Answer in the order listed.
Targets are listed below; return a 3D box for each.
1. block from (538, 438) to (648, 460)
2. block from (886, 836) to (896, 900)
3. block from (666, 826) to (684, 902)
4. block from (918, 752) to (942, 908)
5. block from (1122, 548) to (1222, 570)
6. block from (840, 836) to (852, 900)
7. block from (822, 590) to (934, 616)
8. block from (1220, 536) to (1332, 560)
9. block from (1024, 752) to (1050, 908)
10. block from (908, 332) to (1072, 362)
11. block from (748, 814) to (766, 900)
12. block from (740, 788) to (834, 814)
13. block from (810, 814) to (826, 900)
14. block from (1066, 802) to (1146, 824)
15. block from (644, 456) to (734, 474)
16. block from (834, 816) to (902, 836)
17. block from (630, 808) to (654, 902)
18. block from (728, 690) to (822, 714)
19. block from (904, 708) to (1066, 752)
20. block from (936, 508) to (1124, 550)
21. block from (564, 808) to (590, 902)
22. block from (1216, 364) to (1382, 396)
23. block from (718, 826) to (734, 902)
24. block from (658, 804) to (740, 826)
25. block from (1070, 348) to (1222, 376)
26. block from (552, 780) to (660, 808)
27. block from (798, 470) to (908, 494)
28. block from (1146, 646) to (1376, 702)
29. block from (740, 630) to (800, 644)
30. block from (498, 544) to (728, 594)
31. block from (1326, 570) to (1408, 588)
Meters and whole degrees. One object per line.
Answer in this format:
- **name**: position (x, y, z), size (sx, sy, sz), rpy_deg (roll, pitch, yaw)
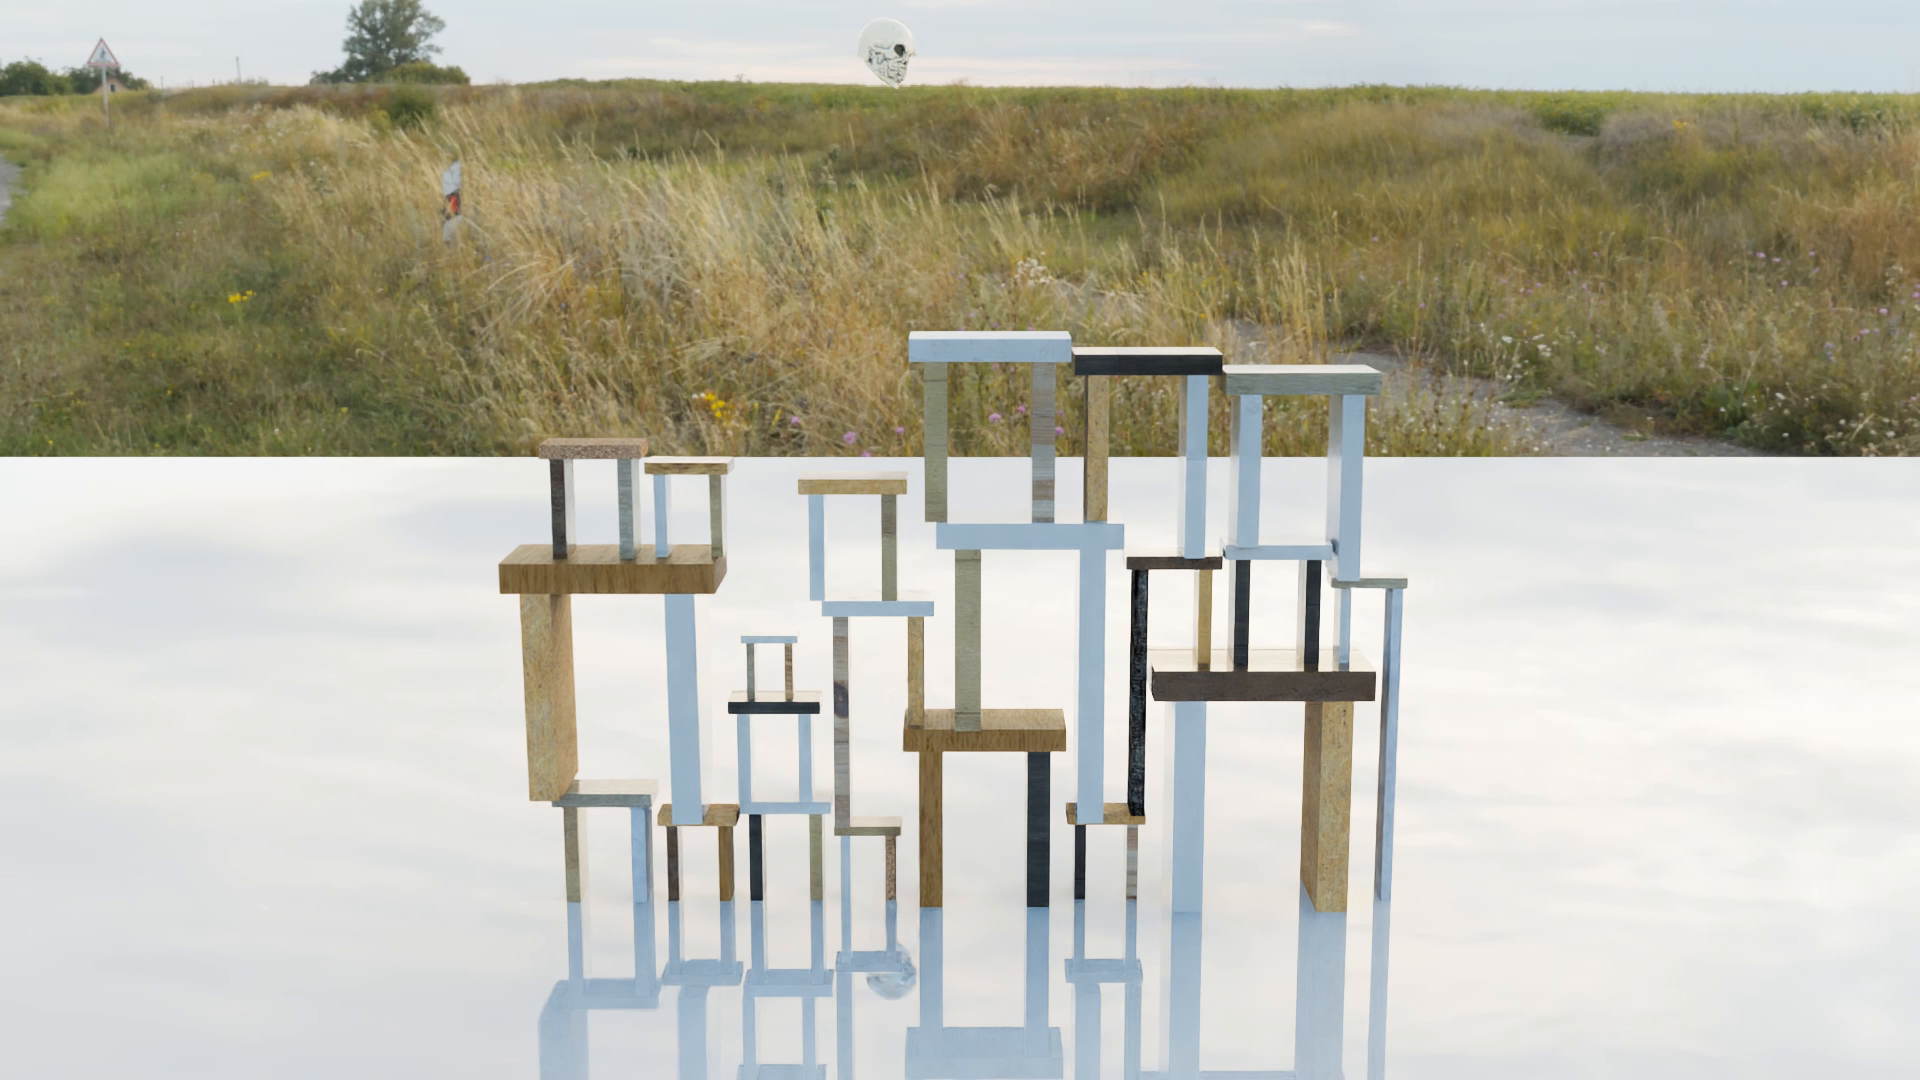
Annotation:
- **block**: position (-0.587, -0.147, 3.529), size (0.161, 0.023, 0.081), rpy_deg (0, 11, 0)
- **block**: position (-0.115, 0.536, 3.656), size (0.016, 0.111, 0.055), rpy_deg (0, 11, 0)
- **block**: position (-0.474, 0.527, 3.654), size (0.018, 0.130, 0.065), rpy_deg (0, 11, -1)
- **block**: position (-0.048, 0.460, 3.646), size (0.037, 0.264, 0.132), rpy_deg (0, 11, 0)
- **block**: position (0.344, 0.030, 3.565), size (0.155, 0.022, 0.077), rpy_deg (0, 11, -1)
- **block**: position (-0.189, 0.536, 3.656), size (0.016, 0.111, 0.055), rpy_deg (0, 11, 0)
- **block**: position (-0.132, 0.103, 3.583), size (0.181, 0.026, 0.090), rpy_deg (0, 11, 0)
- **block**: position (0.511, 0.012, 3.566), size (0.171, 0.024, 0.086), rpy_deg (0, 11, 0)
- **block**: position (0.128, 0.460, 3.646), size (0.037, 0.264, 0.132), rpy_deg (0, 11, 0)
- **block**: position (0.047, -0.308, 3.500), size (0.255, 0.036, 0.127), rpy_deg (0, 11, 0)
- **block**: position (-0.336, 0.516, 3.659), size (0.021, 0.149, 0.074), rpy_deg (0, 11, 0)
- **block**: position (-0.287, 0.433, 3.643), size (0.148, 0.021, 0.074), rpy_deg (0, 11, 0)
- **block**: position (-0.237, 0.516, 3.659), size (0.021, 0.148, 0.074), rpy_deg (0, 11, 0)
- **block**: position (0.241, 0.454, 3.648), size (0.129, 0.018, 0.064), rpy_deg (0, 11, 0)
- **block**: position (-0.436, -0.120, 3.540), size (0.134, 0.019, 0.067), rpy_deg (1, 11, 3)
- **block**: position (-0.152, 0.474, 3.645), size (0.111, 0.016, 0.055), rpy_deg (0, 11, 0)
- **block**: position (-0.528, 0.510, 3.653), size (0.023, 0.164, 0.082), rpy_deg (0, 11, 0)
- **block**: position (-0.303, 0.266, 3.609), size (0.149, 0.021, 0.075), rpy_deg (0, 11, 0)
- **block**: position (0.040, 0.312, 3.618), size (0.264, 0.037, 0.132), rpy_deg (0, 11, 0)
- **block**: position (0.112, -0.019, 3.553), size (0.298, 0.042, 0.149), rpy_deg (0, 11, 0)
- **block**: position (-0.637, 0.510, 3.653), size (0.023, 0.164, 0.082), rpy_deg (0, 11, 1)
- **block**: position (0.539, -0.256, 3.514), size (0.244, 0.035, 0.122), rpy_deg (0, 10, -1)
- **block**: position (-0.388, 0.527, 3.654), size (0.018, 0.130, 0.065), rpy_deg (0, 11, 0)
- **block**: position (-0.431, 0.455, 3.637), size (0.130, 0.018, 0.065), rpy_deg (0, 11, 1)
- **block**: position (0.296, -0.285, 3.509), size (0.232, 0.033, 0.116), rpy_deg (0, 11, 0)
- **block**: position (-0.584, 0.418, 3.631), size (0.164, 0.023, 0.082), rpy_deg (0, 11, 2)
- **block**: position (-0.172, -0.093, 3.546), size (0.174, 0.025, 0.087), rpy_deg (0, 11, 0)
- **block**: position (0.487, 0.218, 3.599), size (0.354, 0.050, 0.177), rpy_deg (0, 11, 0)
- **block**: position (-0.310, 0.157, 3.592), size (0.093, 0.013, 0.046), rpy_deg (0, 11, 0)
- **block**: position (-0.559, 0.046, 3.566), size (0.342, 0.048, 0.171), rpy_deg (0, 11, 1)
- **block**: position (0.661, 0.064, 3.570), size (0.122, 0.017, 0.061), rpy_deg (0, 10, 3)
